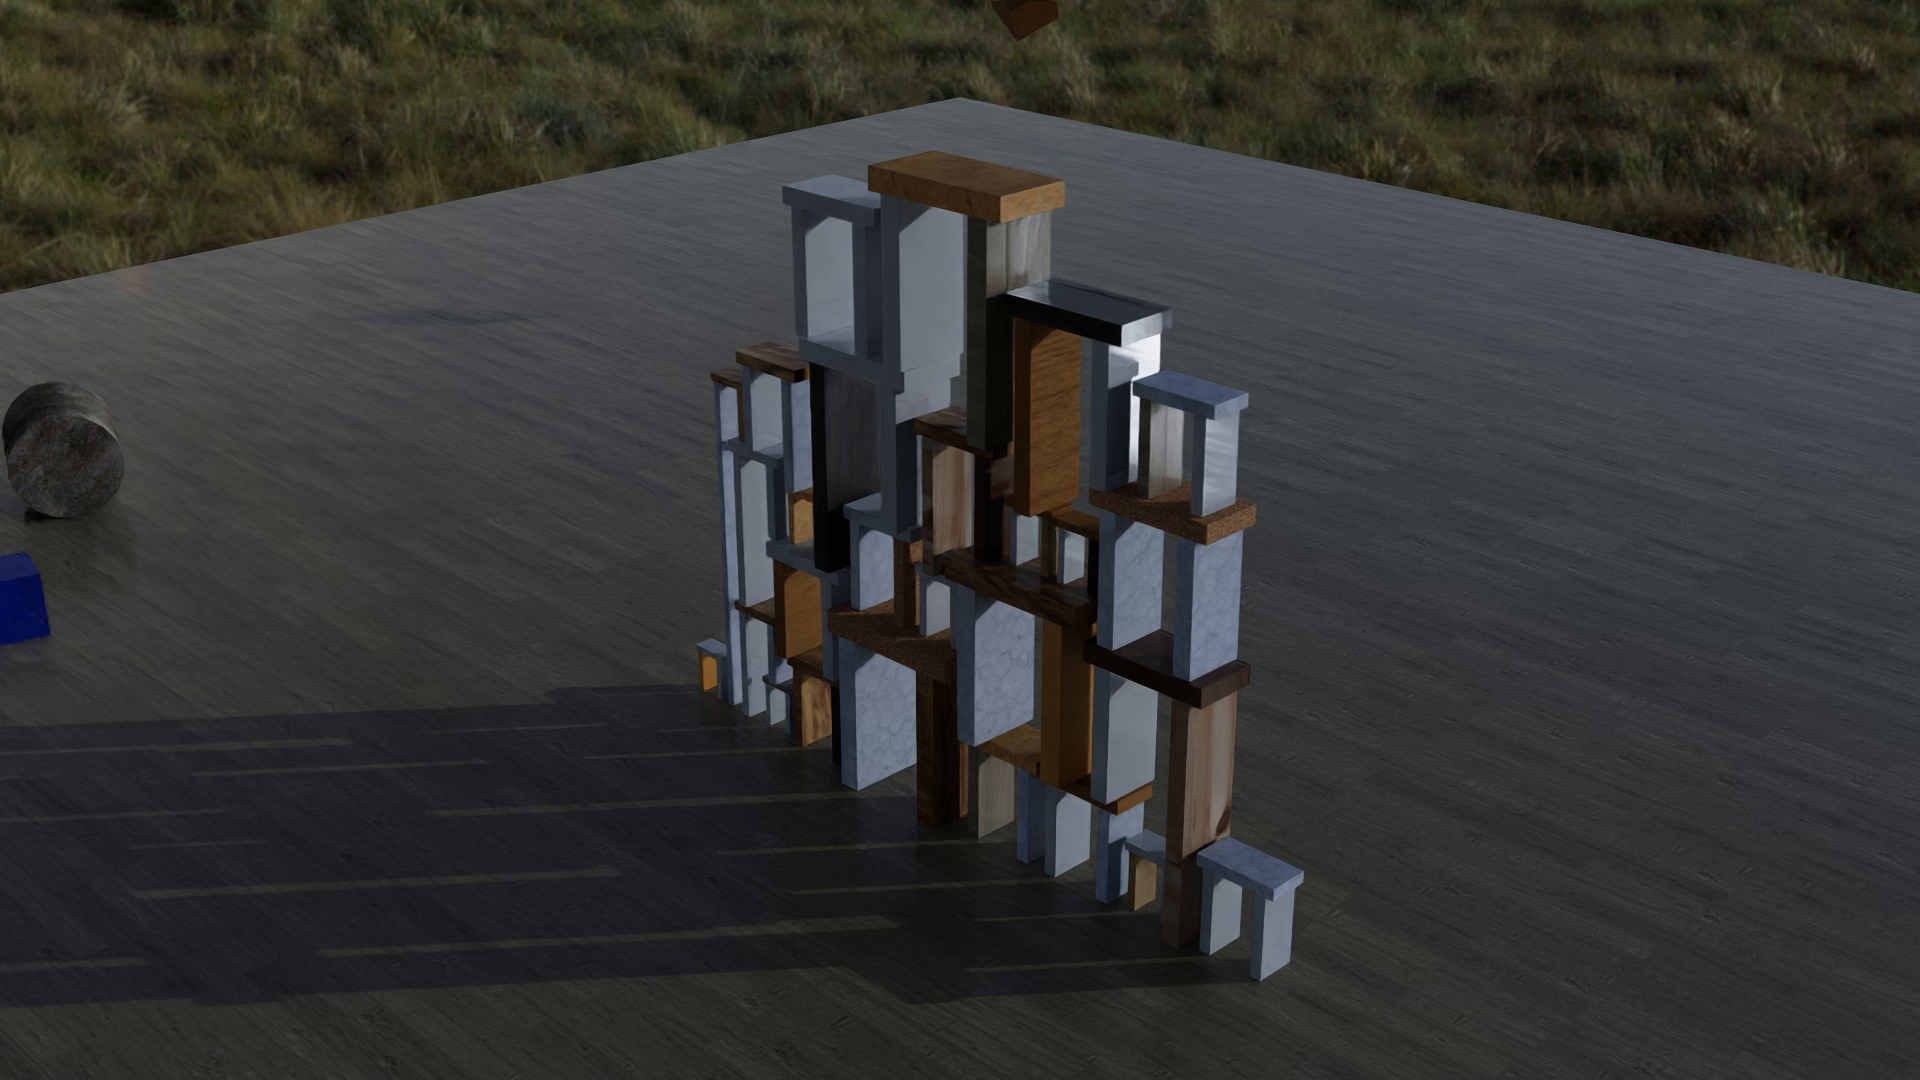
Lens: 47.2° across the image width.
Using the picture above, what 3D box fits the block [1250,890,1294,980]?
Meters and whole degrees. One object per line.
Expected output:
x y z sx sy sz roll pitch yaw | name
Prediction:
0.556 0.690 3.913 0.024 0.173 0.086 21 31 41 | block

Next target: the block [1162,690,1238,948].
0.432 0.491 3.965 0.039 0.499 0.136 21 31 41 | block

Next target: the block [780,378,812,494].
-0.318 -0.222 4.472 0.091 0.241 0.026 -21 31 -41 | block

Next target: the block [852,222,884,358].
-0.143 -0.485 4.168 0.036 0.256 0.128 21 31 40 | block

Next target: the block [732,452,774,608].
-0.439 -0.030 4.688 0.023 0.351 0.081 21 31 40 | block

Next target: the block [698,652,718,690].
-0.566 0.288 4.961 0.013 0.094 0.047 21 31 41 | block

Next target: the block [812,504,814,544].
-0.277 -0.030 4.510 0.016 0.110 0.055 20 30 41 | block

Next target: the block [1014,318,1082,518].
0.157 -0.234 3.944 0.038 0.368 0.135 20 31 40 | block

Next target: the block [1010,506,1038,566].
0.120 -0.016 4.095 0.058 0.117 0.017 -21 31 -40 | block

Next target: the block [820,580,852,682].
-0.233 0.171 4.543 0.031 0.222 0.111 21 31 40 | block

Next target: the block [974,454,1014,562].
0.074 -0.072 4.111 0.029 0.208 0.104 21 31 41 | block

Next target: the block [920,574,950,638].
-0.050 0.120 4.323 0.018 0.130 0.065 21 31 41 | block

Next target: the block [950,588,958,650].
0.011 0.144 4.267 0.018 0.130 0.065 21 31 41 | block

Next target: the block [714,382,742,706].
-0.490 0.010 4.768 0.016 0.757 0.056 21 31 41 | block

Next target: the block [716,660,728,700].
-0.521 0.305 4.920 0.013 0.095 0.047 21 31 41 | block

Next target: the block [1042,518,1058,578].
0.176 0.005 4.043 0.017 0.117 0.058 21 31 40 | block

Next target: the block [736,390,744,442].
-0.437 -0.266 4.593 0.056 0.112 0.016 -21 31 -40 | block

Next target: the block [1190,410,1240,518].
0.429 -0.136 3.702 0.089 0.178 0.025 -22 31 -40 | block

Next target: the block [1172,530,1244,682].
0.429 0.101 3.807 0.132 0.265 0.037 -22 31 -40 | block

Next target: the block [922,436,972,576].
-0.025 -0.077 4.214 0.104 0.281 0.029 -21 31 -41 | block

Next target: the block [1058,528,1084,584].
0.203 0.022 4.015 0.016 0.110 0.055 21 31 40 | block

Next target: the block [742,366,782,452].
-0.404 -0.282 4.540 0.091 0.183 0.026 -21 31 -40 | block

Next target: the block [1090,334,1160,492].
0.285 -0.230 3.810 0.135 0.269 0.038 -22 31 -40 | block

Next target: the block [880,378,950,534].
-0.085 -0.174 4.246 0.042 0.295 0.148 21 31 40 | block

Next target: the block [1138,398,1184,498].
0.345 -0.168 3.780 0.089 0.178 0.025 -22 31 -40 | block

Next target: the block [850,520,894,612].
-0.177 0.039 4.435 0.095 0.191 0.027 -21 31 -41 | block

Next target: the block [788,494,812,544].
-0.329 -0.050 4.558 0.016 0.110 0.055 20 30 41 | block

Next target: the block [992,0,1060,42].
0.195 -1.675 6.795 0.154 0.154 0.154 -30 66 -5 | block

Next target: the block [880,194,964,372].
-0.069 -0.492 4.088 0.047 0.331 0.166 21 31 40 | block

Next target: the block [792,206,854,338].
-0.264 -0.532 4.279 0.036 0.256 0.128 21 31 41 | block

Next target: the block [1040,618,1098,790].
0.225 0.280 4.093 0.165 0.334 0.047 -21 31 -41 | block

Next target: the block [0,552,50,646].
-2.272 0.143 5.222 0.159 0.159 0.159 -14 27 -29 | block

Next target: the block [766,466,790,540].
-0.364 -0.088 4.580 0.023 0.161 0.081 21 31 41 | block

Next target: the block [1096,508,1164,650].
0.305 0.053 3.922 0.037 0.265 0.132 21 31 41 | block

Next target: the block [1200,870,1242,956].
0.474 0.658 3.988 0.024 0.173 0.086 21 31 41 | block

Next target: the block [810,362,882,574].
-0.227 -0.161 4.397 0.042 0.438 0.148 21 31 40 | block

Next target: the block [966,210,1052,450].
0.088 -0.387 3.963 0.047 0.428 0.166 21 31 40 | block

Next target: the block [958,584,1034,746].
0.069 0.218 4.236 0.047 0.330 0.165 21 31 41 | block

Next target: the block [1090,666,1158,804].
0.303 0.337 4.039 0.136 0.273 0.039 -21 31 -41 | block

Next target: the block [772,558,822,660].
-0.338 0.129 4.640 0.031 0.222 0.111 21 31 40 | block

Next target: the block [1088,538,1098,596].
0.255 0.042 3.967 0.055 0.110 0.016 -21 31 -41 | block

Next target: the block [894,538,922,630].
-0.087 0.074 4.353 0.095 0.191 0.027 -21 31 -41 | block
